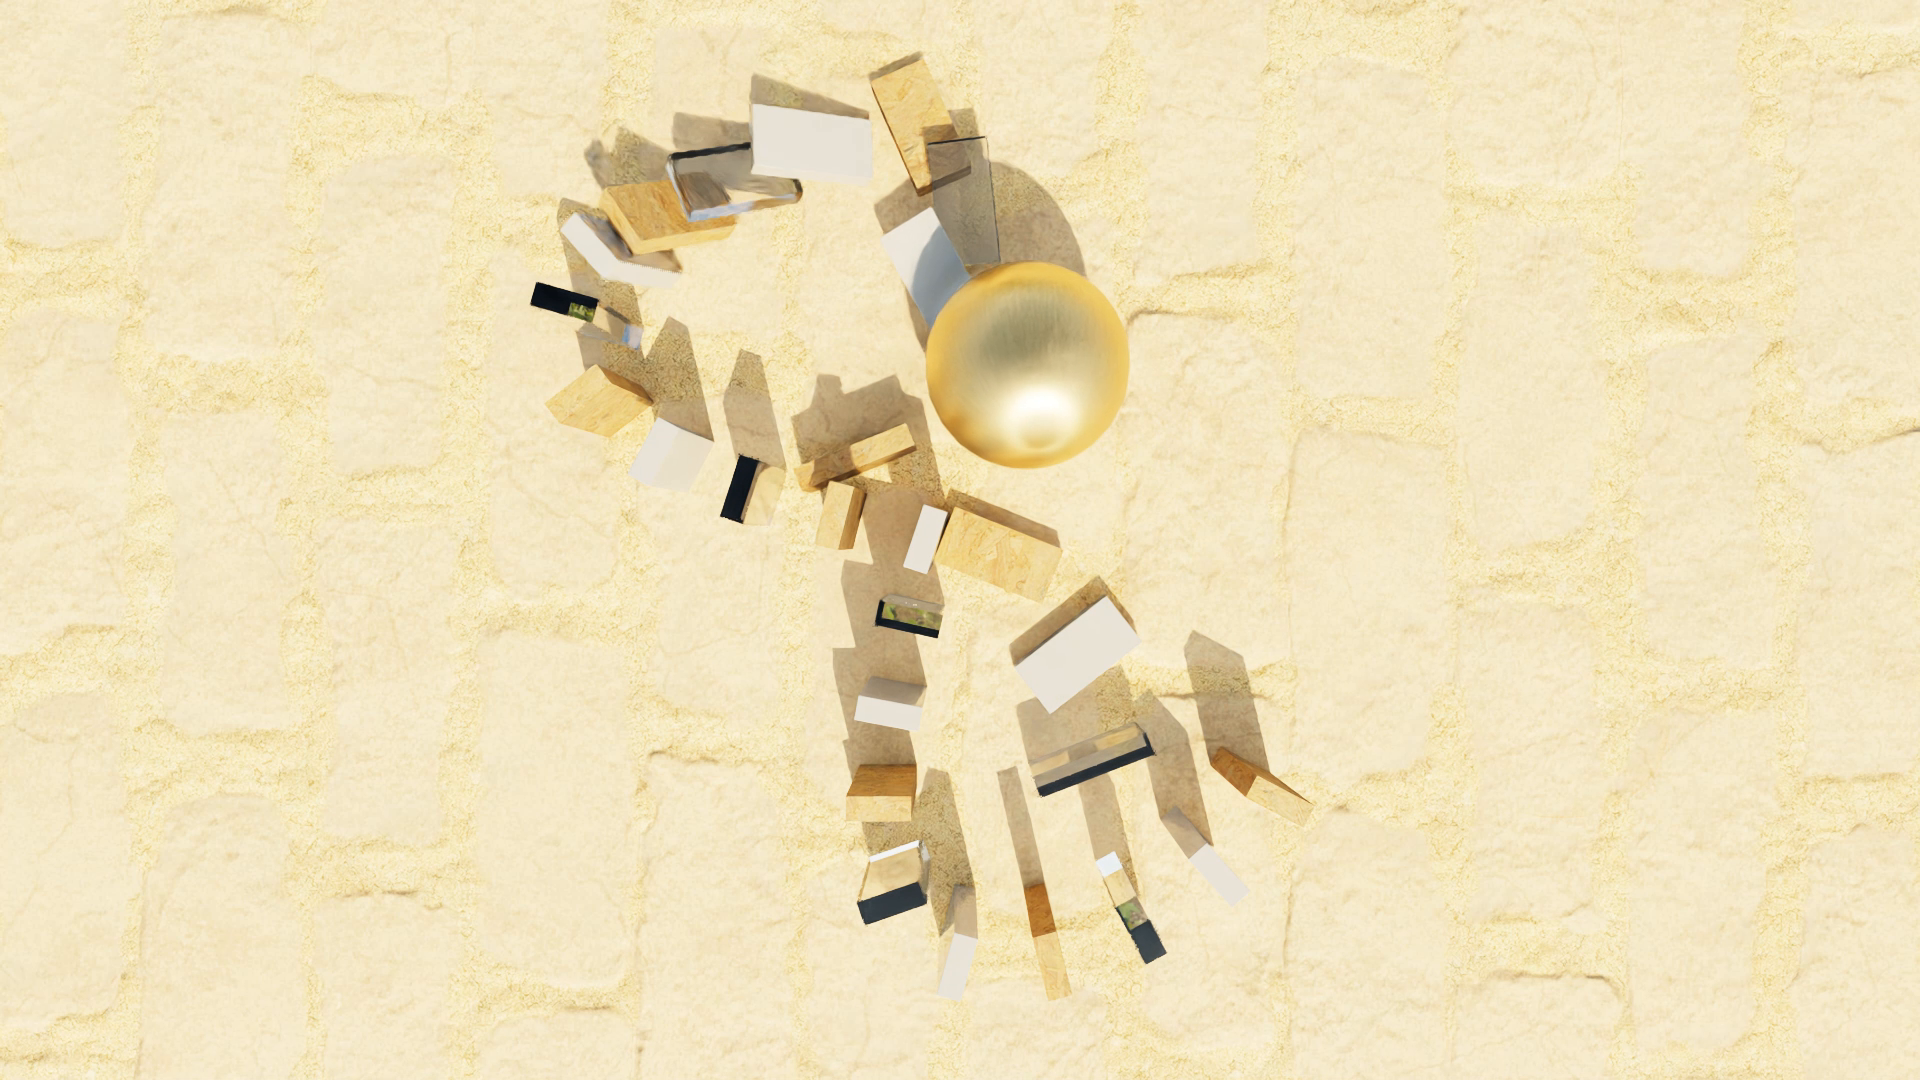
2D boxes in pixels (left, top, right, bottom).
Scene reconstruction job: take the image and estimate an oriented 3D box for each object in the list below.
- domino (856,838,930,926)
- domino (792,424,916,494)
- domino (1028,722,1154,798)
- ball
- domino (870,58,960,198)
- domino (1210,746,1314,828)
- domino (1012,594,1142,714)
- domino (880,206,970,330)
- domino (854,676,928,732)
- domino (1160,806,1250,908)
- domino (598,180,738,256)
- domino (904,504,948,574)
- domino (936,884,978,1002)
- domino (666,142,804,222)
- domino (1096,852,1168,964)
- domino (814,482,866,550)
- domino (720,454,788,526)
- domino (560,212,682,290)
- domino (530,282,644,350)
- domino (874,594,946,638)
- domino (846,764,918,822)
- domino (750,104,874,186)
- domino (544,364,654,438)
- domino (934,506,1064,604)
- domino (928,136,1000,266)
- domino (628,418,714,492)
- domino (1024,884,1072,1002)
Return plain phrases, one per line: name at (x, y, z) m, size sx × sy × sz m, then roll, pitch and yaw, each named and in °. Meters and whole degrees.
domino at (-0.026, 0.139, 0.375) m, size 0.025 × 0.050 × 0.010 m, roll -19°, pitch 90°, yaw 0°
domino at (-0.043, -0.034, 0.388) m, size 0.050 × 0.025 × 0.009 m, roll -22°, pitch 90°, yaw 0°
domino at (0.055, 0.092, 0.388) m, size 0.050 × 0.025 × 0.010 m, roll -21°, pitch 90°, yaw 0°
ball at (0.026, -0.068, 0.360) m, size 0.080 × 0.080 × 0.080 m, roll 0°, pitch 90°, yaw 0°
domino at (-0.017, -0.177, 0.395) m, size 0.025 × 0.010 × 0.050 m, roll -24°, pitch 90°, yaw 0°
domino at (0.122, 0.100, 0.375) m, size 0.025 × 0.050 × 0.009 m, roll 28°, pitch 90°, yaw 0°
domino at (0.050, 0.049, 0.395) m, size 0.050 × 0.009 × 0.025 m, roll -38°, pitch 90°, yaw 0°
domino at (-0.010, -0.111, 0.387) m, size 0.025 × 0.009 × 0.050 m, roll -28°, pitch 104°, yaw 10°
domino at (-0.027, 0.066, 0.375) m, size 0.025 × 0.050 × 0.010 m, roll 11°, pitch 90°, yaw 0°
domino at (0.099, 0.128, 0.375) m, size 0.009 × 0.050 × 0.025 m, roll -42°, pitch 90°, yaw 0°
domino at (-0.120, -0.135, 0.379) m, size 0.010 × 0.050 × 0.025 m, roll -33°, pitch 90°, yaw 44°
domino at (-0.013, 0.000, 0.375) m, size 0.010 × 0.050 × 0.025 m, roll 18°, pitch 90°, yaw 0°
domino at (-0.001, 0.163, 0.375) m, size 0.010 × 0.050 × 0.025 m, roll 16°, pitch 90°, yaw 0°
domino at (-0.094, -0.151, 0.384) m, size 0.050 × 0.010 × 0.025 m, roll -22°, pitch 90°, yaw -28°
domino at (0.069, 0.149, 0.375) m, size 0.010 × 0.050 × 0.025 m, roll -28°, pitch 90°, yaw 0°
domino at (-0.048, -0.009, 0.375) m, size 0.009 × 0.050 × 0.025 m, roll 14°, pitch 90°, yaw 0°
domino at (-0.084, -0.019, 0.375) m, size 0.009 × 0.050 × 0.025 m, roll 18°, pitch 90°, yaw 0°
domino at (-0.137, -0.117, 0.375) m, size 0.010 × 0.050 × 0.025 m, roll -41°, pitch 90°, yaw 16°
domino at (-0.151, -0.091, 0.375) m, size 0.025 × 0.050 × 0.010 m, roll 16°, pitch 90°, yaw 0°
domino at (-0.020, 0.030, 0.375) m, size 0.025 × 0.050 × 0.009 m, roll 13°, pitch 90°, yaw 0°
domino at (-0.031, 0.103, 0.375) m, size 0.025 × 0.050 × 0.010 m, roll 0°, pitch 90°, yaw 0°
domino at (-0.062, -0.166, 0.387) m, size 0.050 × 0.010 × 0.025 m, roll -1°, pitch 89°, yaw -20°
domino at (-0.146, -0.056, 0.375) m, size 0.025 × 0.050 × 0.010 m, roll -38°, pitch 90°, yaw 0°
domino at (0.016, 0.007, 0.395) m, size 0.050 × 0.010 × 0.025 m, roll 22°, pitch 90°, yaw 0°
domino at (0.002, -0.142, 0.389) m, size 0.025 × 0.009 × 0.050 m, roll -7°, pitch 106°, yaw 0°
domino at (-0.117, -0.034, 0.375) m, size 0.010 × 0.050 × 0.025 m, roll 28°, pitch 90°, yaw 0°
domino at (0.035, 0.163, 0.375) m, size 0.009 × 0.050 × 0.025 m, roll -14°, pitch 90°, yaw 0°
